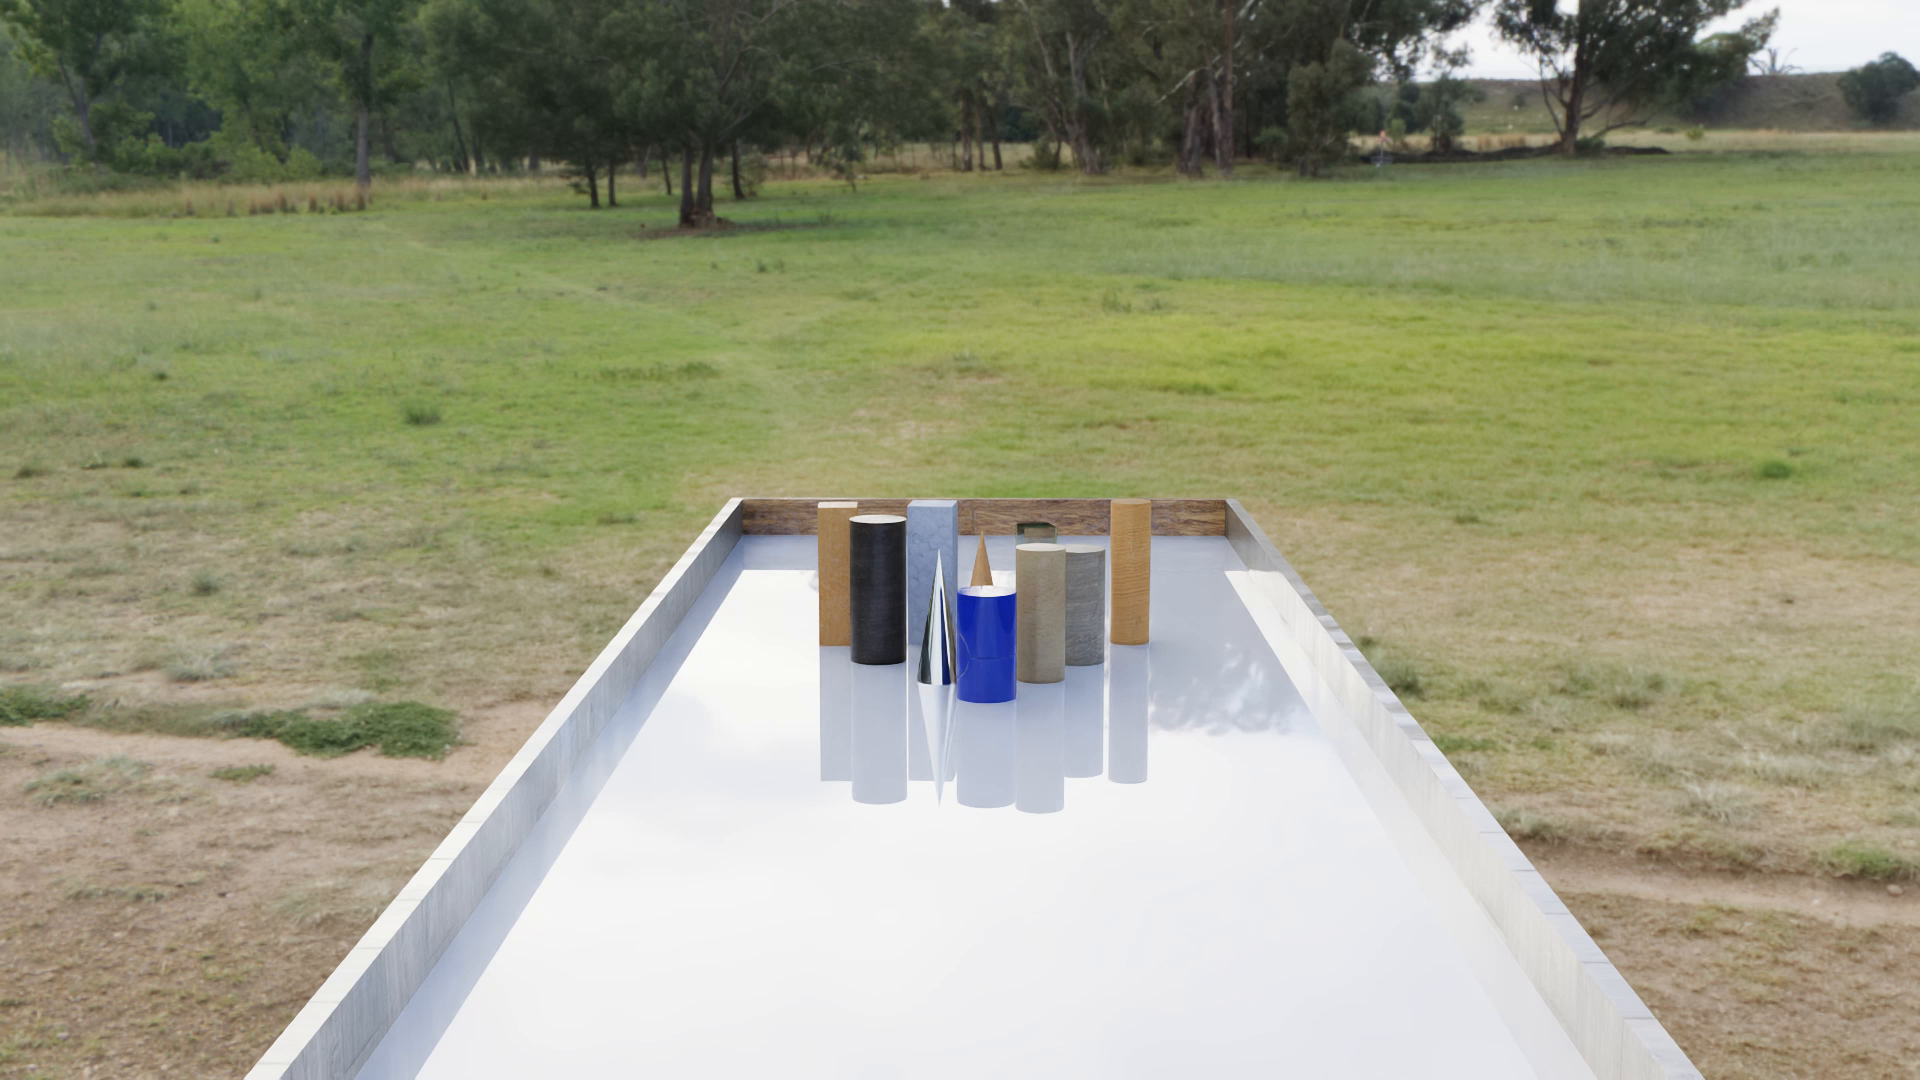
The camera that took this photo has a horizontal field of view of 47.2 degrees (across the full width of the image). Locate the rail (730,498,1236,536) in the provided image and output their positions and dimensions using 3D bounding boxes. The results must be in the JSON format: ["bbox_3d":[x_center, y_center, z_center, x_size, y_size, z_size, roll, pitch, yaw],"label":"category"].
[{"bbox_3d":[0.099,-0.098,9.147,2.100,0.150,0.050,0,9,1],"label":"rail"}]

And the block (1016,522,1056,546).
[{"bbox_3d":[0.240,0.137,6.957,0.106,0.371,0.106,-2,9,-13],"label":"block"}]

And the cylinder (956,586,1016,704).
[{"bbox_3d":[0.075,0.293,6.194,0.170,0.303,0.170,0,9,0],"label":"cylinder"}]

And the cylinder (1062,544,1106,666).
[{"bbox_3d":[0.358,0.196,6.664,0.162,0.347,0.162,0,9,0],"label":"cylinder"}]

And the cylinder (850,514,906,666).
[{"bbox_3d":[-0.248,0.150,6.676,0.172,0.433,0.172,0,9,0],"label":"cylinder"}]

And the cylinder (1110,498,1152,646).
[{"bbox_3d":[0.537,0.100,6.943,0.127,0.449,0.127,0,9,0],"label":"cylinder"}]

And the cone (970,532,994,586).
[{"bbox_3d":[0.067,0.162,6.705,0.164,0.401,0.164,0,9,0],"label":"cone"}]

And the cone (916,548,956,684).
[{"bbox_3d":[-0.061,0.216,6.397,0.134,0.390,0.134,0,9,0],"label":"cone"}]

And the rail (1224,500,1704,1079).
[{"bbox_3d":[1.046,0.843,3.208,0.050,0.150,12.000,0,9,1],"label":"rail"}]

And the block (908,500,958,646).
[{"bbox_3d":[-0.086,0.102,6.955,0.142,0.441,0.142,1,9,6],"label":"block"}]

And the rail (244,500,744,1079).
[{"bbox_3d":[-1.004,0.839,3.234,0.050,0.150,12.000,0,9,1],"label":"rail"}]

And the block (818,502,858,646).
[{"bbox_3d":[-0.383,0.106,6.936,0.122,0.439,0.122,0,9,-1],"label":"block"}]

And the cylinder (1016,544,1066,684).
[{"bbox_3d":[0.235,0.213,6.419,0.147,0.389,0.147,0,9,0],"label":"cylinder"}]
